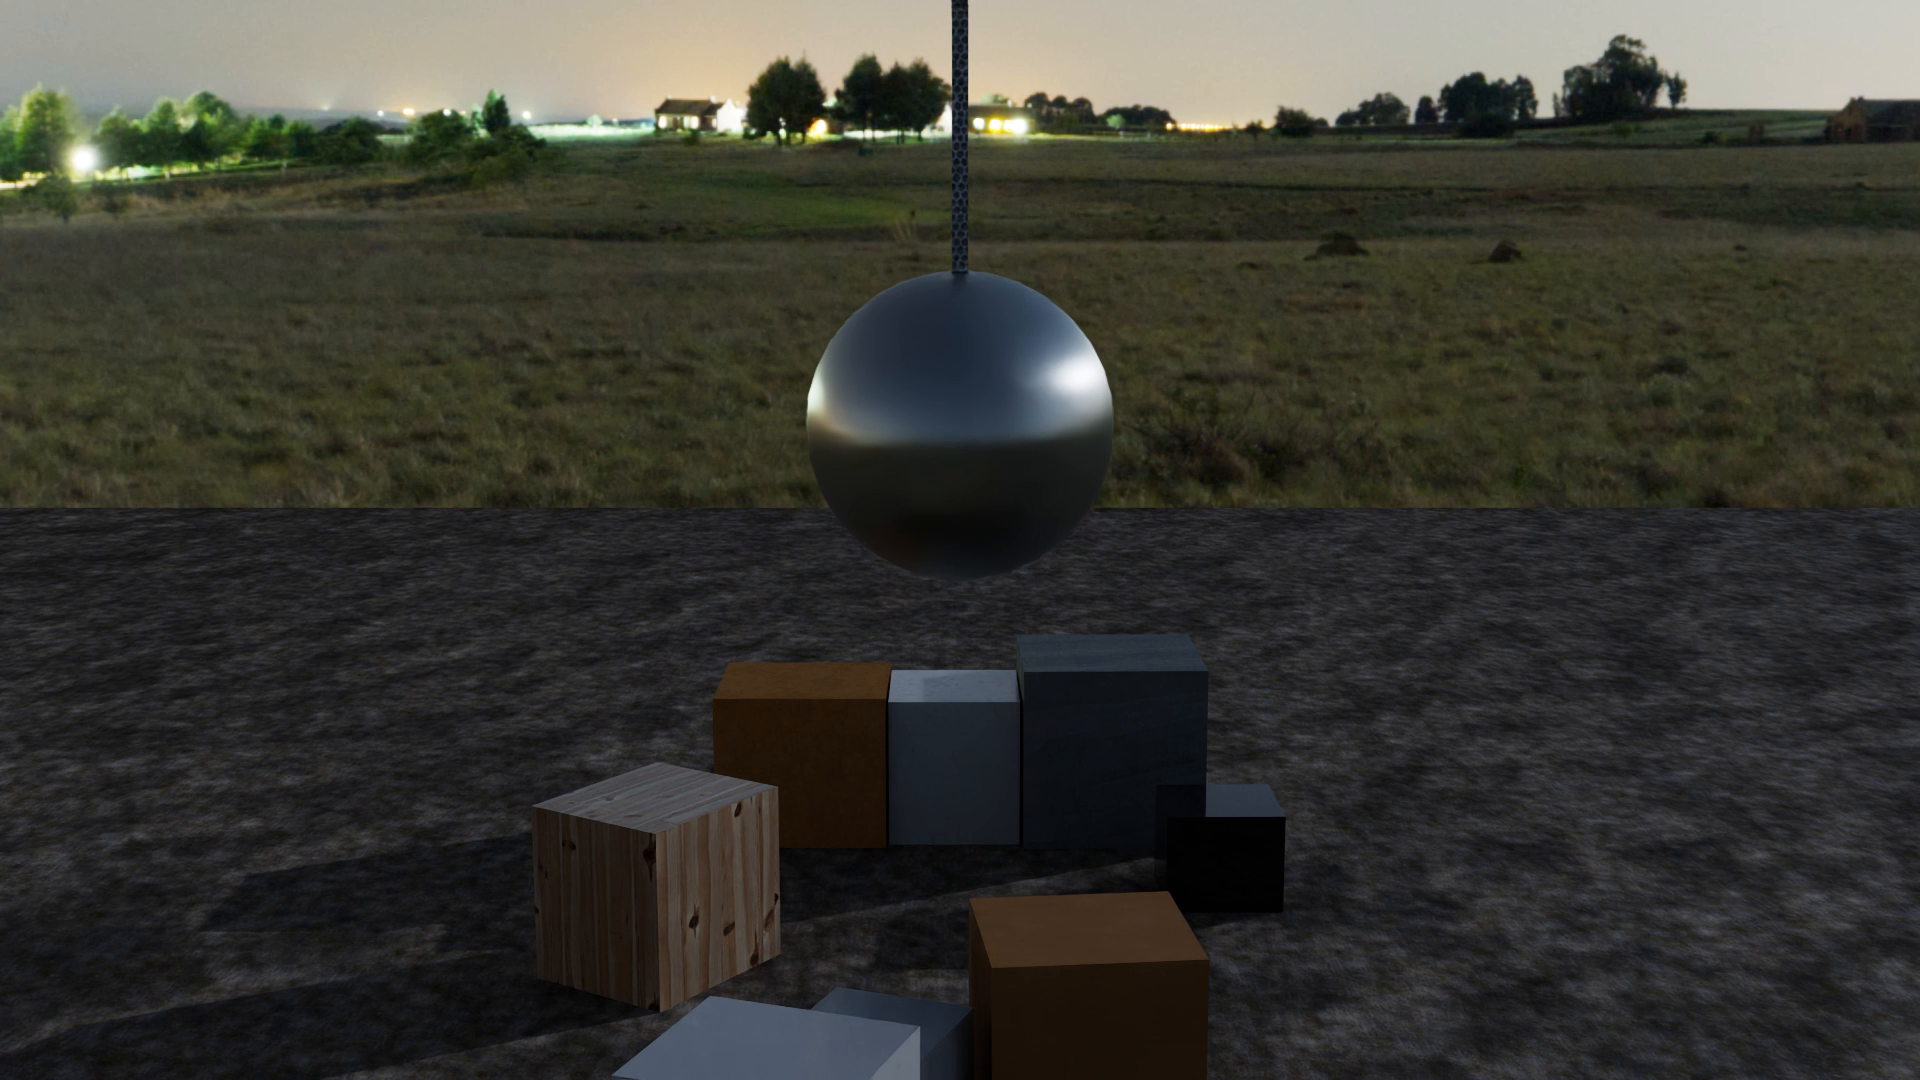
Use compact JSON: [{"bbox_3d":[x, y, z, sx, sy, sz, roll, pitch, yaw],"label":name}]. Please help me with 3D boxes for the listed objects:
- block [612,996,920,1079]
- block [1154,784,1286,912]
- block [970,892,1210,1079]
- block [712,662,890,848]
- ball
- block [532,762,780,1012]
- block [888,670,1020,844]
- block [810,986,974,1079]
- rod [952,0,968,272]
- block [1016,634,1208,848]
[{"bbox_3d":[-0.594,1.939,6.939,0.747,0.701,0.672,4,11,20],"label":"block"},{"bbox_3d":[1.214,1.444,10.340,0.541,0.459,0.515,0,10,-1],"label":"block"},{"bbox_3d":[0.443,1.745,7.888,0.748,0.744,0.699,-1,10,-6],"label":"block"},{"bbox_3d":[-0.798,1.099,11.367,0.857,0.771,0.776,0,10,0],"label":"block"},{"bbox_3d":[0.000,-0.595,11.410,1.600,1.600,1.600,0,10,0],"label":"ball"},{"bbox_3d":[-1.289,1.461,9.410,0.688,0.758,0.792,7,12,33],"label":"block"},{"bbox_3d":[-0.030,1.113,11.371,0.659,0.741,0.674,0,10,0],"label":"block"},{"bbox_3d":[-0.285,1.912,7.557,0.521,0.535,0.494,4,11,21],"label":"block"},{"bbox_3d":[0.000,-3.901,10.617,0.080,5.200,0.080,0,13,0],"label":"rod"},{"bbox_3d":[0.765,1.026,11.371,0.915,0.914,0.827,0,10,-1],"label":"block"}]
